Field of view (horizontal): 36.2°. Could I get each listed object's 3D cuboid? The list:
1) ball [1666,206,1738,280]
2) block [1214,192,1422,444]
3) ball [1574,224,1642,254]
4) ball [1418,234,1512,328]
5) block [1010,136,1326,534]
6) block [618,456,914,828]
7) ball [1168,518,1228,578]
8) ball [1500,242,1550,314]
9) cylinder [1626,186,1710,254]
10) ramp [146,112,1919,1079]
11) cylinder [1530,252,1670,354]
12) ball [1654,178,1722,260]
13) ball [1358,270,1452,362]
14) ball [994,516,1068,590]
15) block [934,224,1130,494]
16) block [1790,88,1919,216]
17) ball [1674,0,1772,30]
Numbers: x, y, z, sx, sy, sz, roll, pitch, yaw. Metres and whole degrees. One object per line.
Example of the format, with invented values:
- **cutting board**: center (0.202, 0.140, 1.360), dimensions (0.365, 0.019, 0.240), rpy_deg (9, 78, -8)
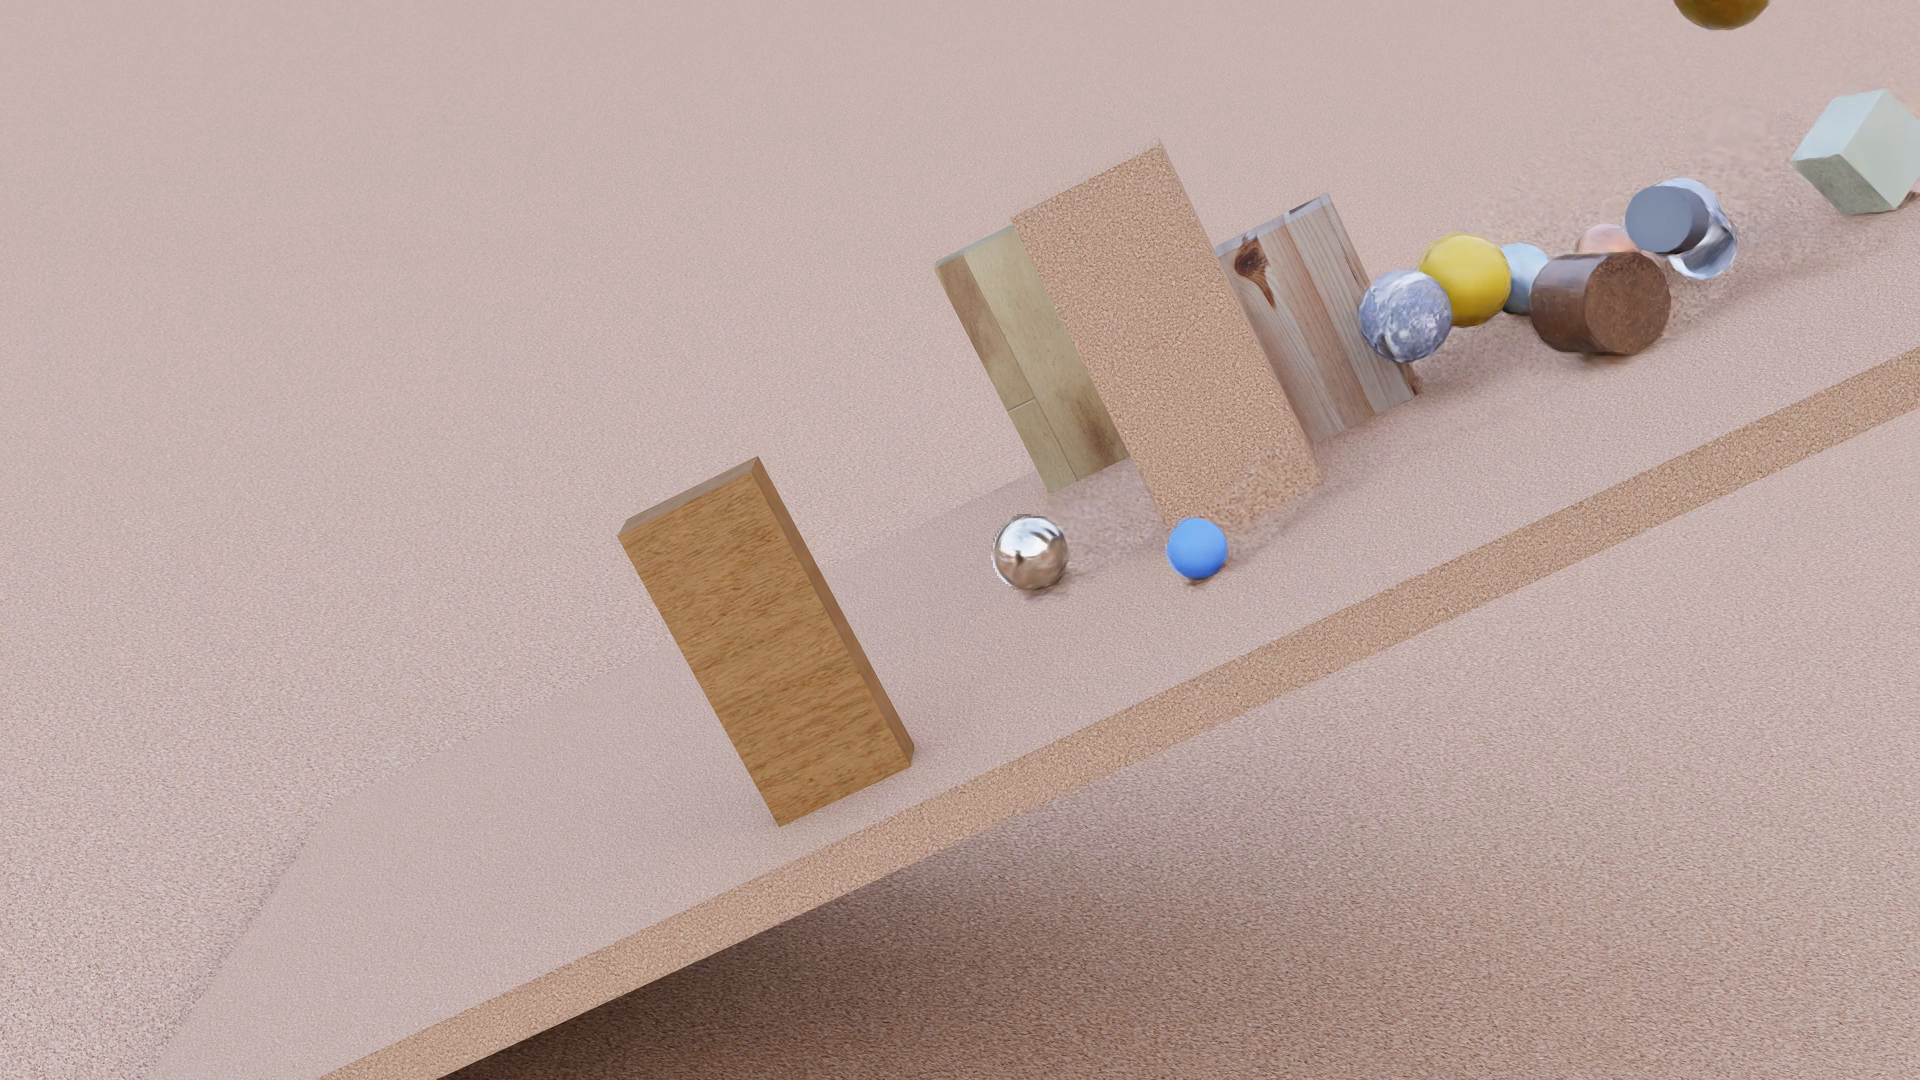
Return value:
- **ball**: center (1.500, -0.601, 5.951), dimensions (0.147, 0.147, 0.147), rpy_deg (0, 17, 0)
- **block**: center (0.705, -0.442, 6.245), dimensions (0.388, 0.453, 0.119), rpy_deg (-25, 14, 10)
- **ball**: center (1.344, -0.587, 6.098), dimensions (0.138, 0.138, 0.138), rpy_deg (0, 17, 0)
- **ball**: center (1.066, -0.548, 6.215), dimensions (0.199, 0.199, 0.199), rpy_deg (0, 17, 0)
- **block**: center (0.421, -0.391, 5.935), dimensions (0.328, 0.768, 0.109), rpy_deg (-25, 14, 10)
- **block**: center (-0.362, 0.195, 5.561), dimensions (0.282, 0.644, 0.115), rpy_deg (-25, 14, 10)
- **ball**: center (0.464, 0.017, 5.745), dimensions (0.117, 0.117, 0.117), rpy_deg (0, 17, 0)
- **ball**: center (1.209, -0.565, 6.360), dimensions (0.155, 0.155, 0.155), rpy_deg (0, 17, 0)
- **cylinder**: center (1.376, -0.623, 5.720), dimensions (0.130, 0.130, 0.130), rpy_deg (9, 8, 27)
- **ramp**: center (0.139, 0.168, 6.281), dimensions (4.000, 0.100, 2.000), rpy_deg (-25, 14, 10)
- **cylinder**: center (1.262, -0.468, 5.809), dimensions (0.198, 0.198, 0.198), rpy_deg (-6, 6, -20)
- **ball**: center (1.502, -0.668, 6.135), dimensions (0.173, 0.173, 0.173), rpy_deg (0, 17, 0)
- **ball**: center (0.918, -0.462, 6.063), dimensions (0.191, 0.191, 0.191), rpy_deg (0, 17, 0)
- **ball**: center (0.151, 0.027, 6.221), dimensions (0.159, 0.159, 0.159), rpy_deg (0, 17, 0)
- **block**: center (0.201, -0.439, 6.891), dimensions (0.277, 0.601, 0.093), rpy_deg (-25, 14, 10)
- **block**: center (1.791, -0.766, 5.824), dimensions (0.168, 0.168, 0.168), rpy_deg (40, -11, -16)
- **ball**: center (1.482, -1.093, 5.714), dimensions (0.205, 0.205, 0.205), rpy_deg (0, 17, 0)
